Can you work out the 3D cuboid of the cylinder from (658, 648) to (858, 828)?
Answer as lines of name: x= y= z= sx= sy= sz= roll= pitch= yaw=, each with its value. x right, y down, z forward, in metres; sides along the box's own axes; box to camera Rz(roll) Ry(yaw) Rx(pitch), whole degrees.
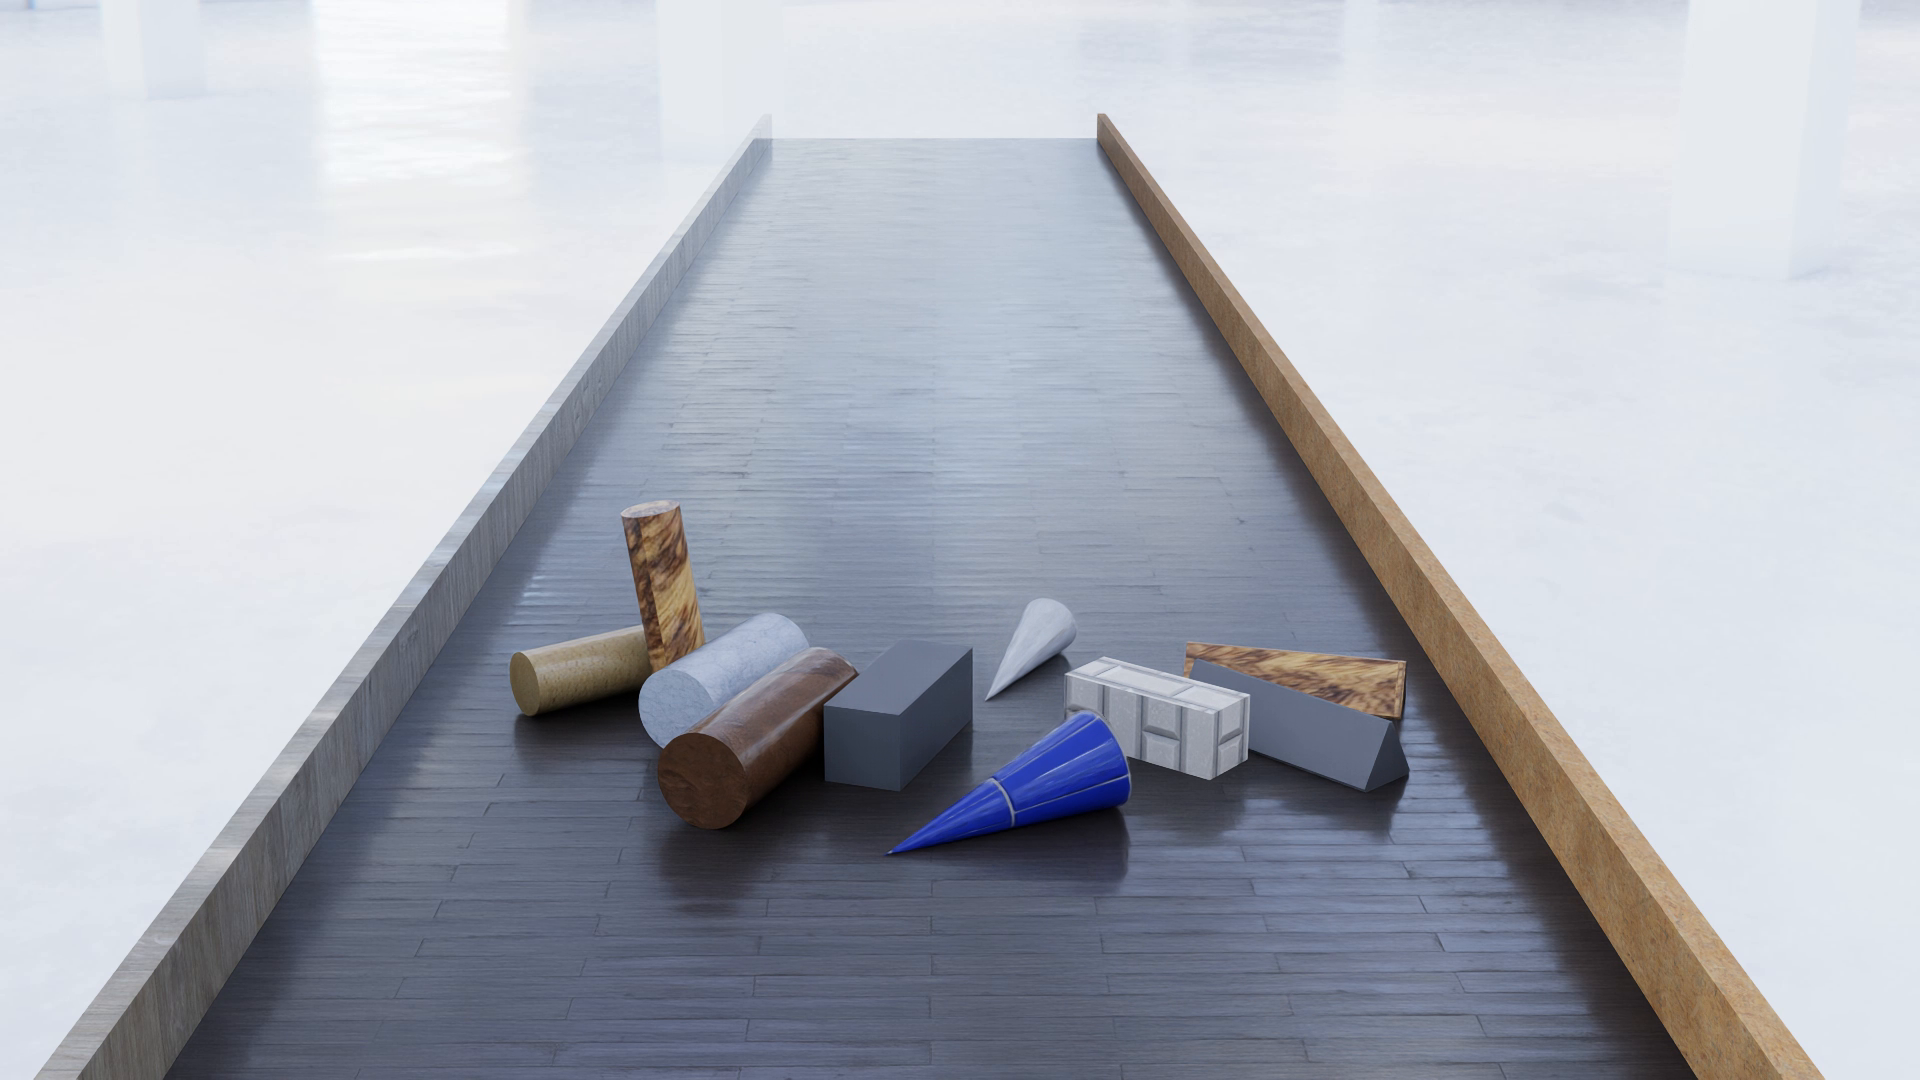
cylinder: x=-0.336 y=0.335 z=3.805 sx=0.169 sy=0.169 sz=0.455 roll=7 pitch=18 yaw=21

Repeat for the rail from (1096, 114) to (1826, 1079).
rail: x=0.932 y=-0.844 z=7.801 sx=0.050 sy=0.150 sz=12.000 roll=0 pitch=17 yaw=-1

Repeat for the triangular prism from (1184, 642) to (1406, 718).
triangular prism: x=0.637 y=0.257 z=4.190 sx=0.414 sy=0.094 sz=0.109 roll=5 pitch=17 yaw=15

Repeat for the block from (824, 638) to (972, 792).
block: x=-0.106 y=0.308 z=3.945 sx=0.140 sy=0.140 sz=0.371 roll=6 pitch=18 yaw=19

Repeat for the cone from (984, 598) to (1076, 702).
cone: x=0.114 y=0.240 z=4.318 sx=0.119 sy=0.119 sz=0.323 roll=8 pitch=29 yaw=24

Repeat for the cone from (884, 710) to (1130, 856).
cone: x=0.057 y=0.436 z=3.613 sx=0.426 sy=0.172 sz=0.172 roll=-21 pitch=24 yaw=-25

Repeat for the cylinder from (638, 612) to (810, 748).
cylinder: x=-0.429 y=0.262 z=4.061 sx=0.163 sy=0.163 sz=0.348 roll=8 pitch=18 yaw=24

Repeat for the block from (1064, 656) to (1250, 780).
block: x=0.351 y=0.317 z=3.947 sx=0.316 sy=0.123 sz=0.123 roll=13 pitch=21 yaw=37

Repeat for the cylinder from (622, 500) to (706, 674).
cylinder: x=-0.548 y=0.122 z=4.134 sx=0.110 sy=0.377 sz=0.110 roll=-8 pitch=15 yaw=2

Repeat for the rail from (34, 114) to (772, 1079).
rail: x=-1.118 y=-0.838 z=7.780 sx=0.050 sy=0.150 sz=12.000 roll=0 pitch=17 yaw=-1

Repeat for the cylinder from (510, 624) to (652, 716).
cylinder: x=-0.675 y=0.239 z=4.207 sx=0.348 sy=0.123 sz=0.123 roll=-12 pitch=21 yaw=-36
